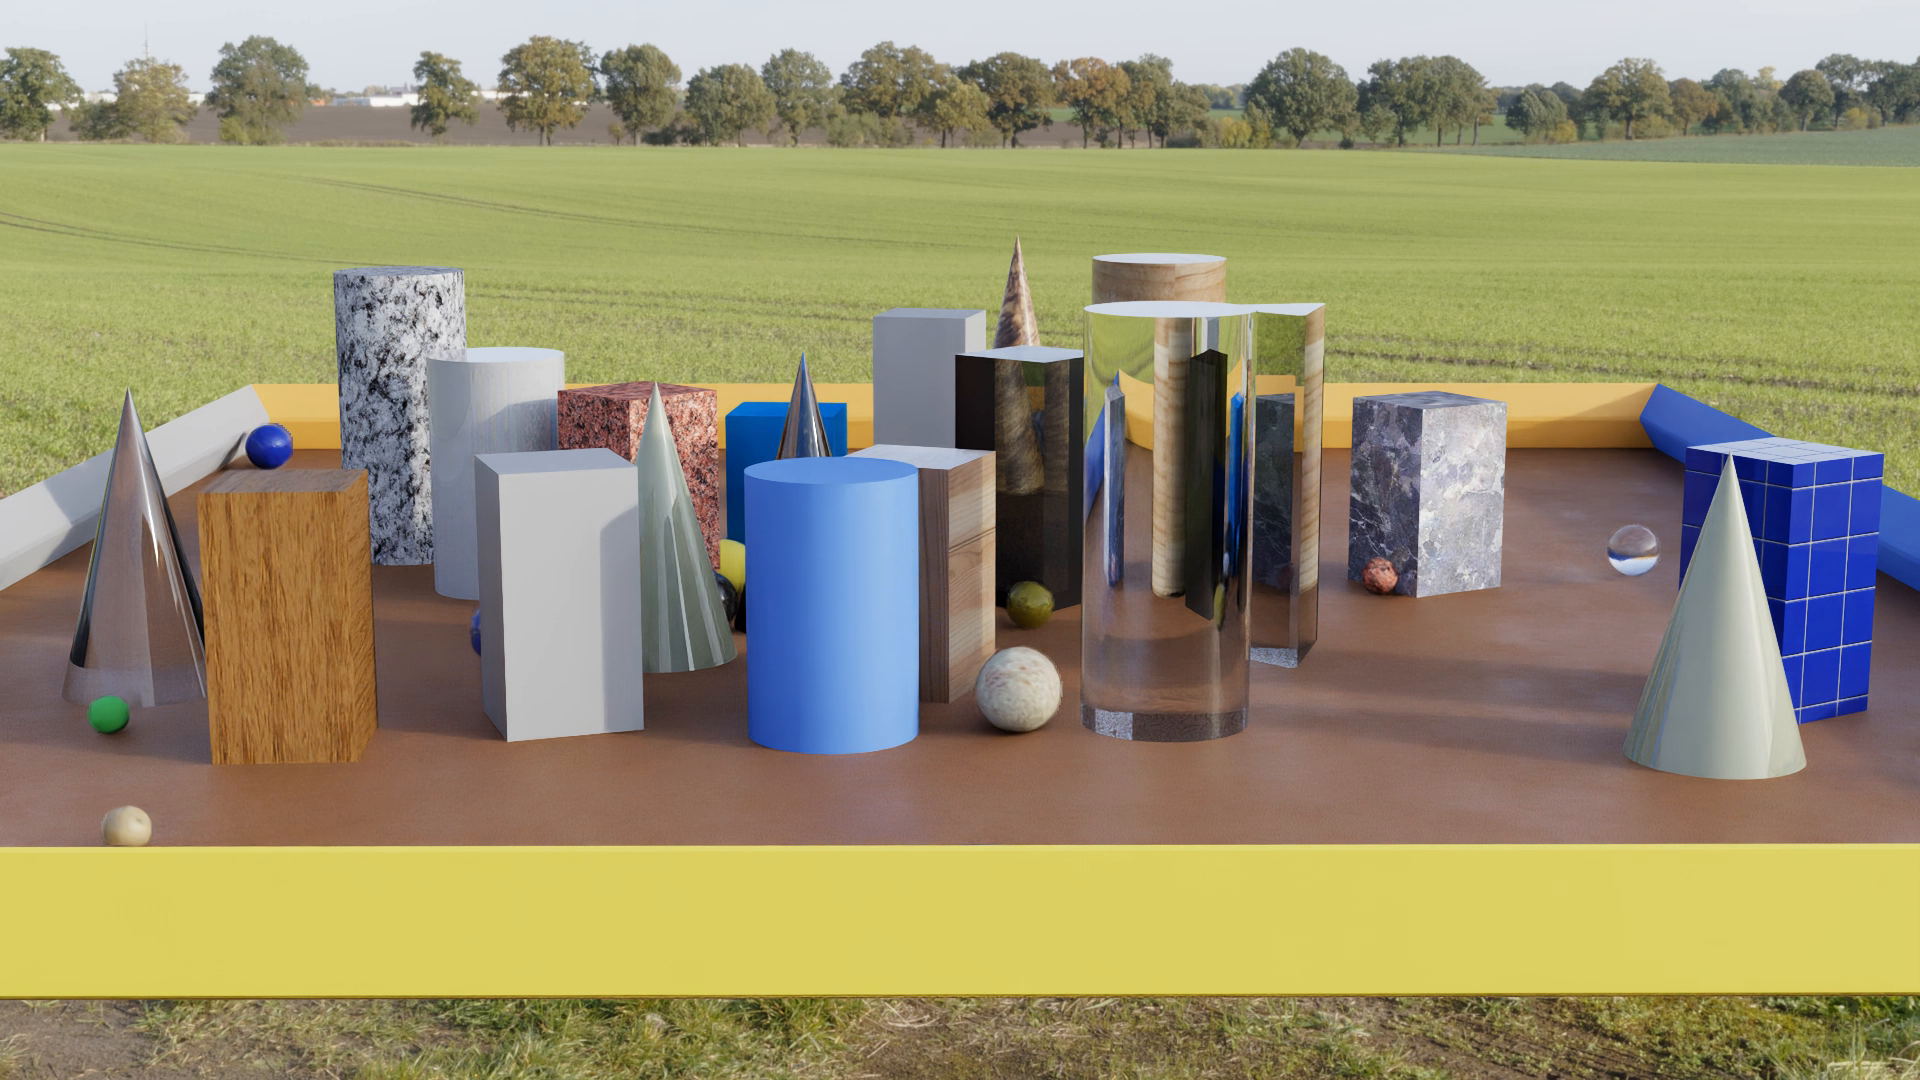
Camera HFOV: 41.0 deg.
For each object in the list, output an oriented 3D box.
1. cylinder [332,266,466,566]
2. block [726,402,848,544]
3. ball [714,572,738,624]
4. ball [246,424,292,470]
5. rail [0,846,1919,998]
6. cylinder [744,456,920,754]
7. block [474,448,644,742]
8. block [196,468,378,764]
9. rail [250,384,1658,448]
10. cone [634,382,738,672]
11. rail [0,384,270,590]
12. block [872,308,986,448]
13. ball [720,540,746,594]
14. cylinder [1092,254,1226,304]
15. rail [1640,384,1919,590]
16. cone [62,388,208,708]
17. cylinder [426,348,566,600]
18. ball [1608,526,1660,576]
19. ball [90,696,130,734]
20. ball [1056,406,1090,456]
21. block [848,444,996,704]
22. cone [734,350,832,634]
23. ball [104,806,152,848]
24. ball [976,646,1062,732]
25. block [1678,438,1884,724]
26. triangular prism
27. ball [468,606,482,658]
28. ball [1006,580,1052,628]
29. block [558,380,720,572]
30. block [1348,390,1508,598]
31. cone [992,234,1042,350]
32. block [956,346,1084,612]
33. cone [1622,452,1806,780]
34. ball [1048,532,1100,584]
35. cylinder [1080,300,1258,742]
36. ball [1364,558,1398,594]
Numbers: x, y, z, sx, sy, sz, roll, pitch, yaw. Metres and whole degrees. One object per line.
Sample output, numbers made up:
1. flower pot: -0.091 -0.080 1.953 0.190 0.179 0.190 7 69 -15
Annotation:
1. cylinder: -0.825 -0.188 3.813 0.189 0.423 0.189 0 11 0
2. block: -0.244 -0.066 3.651 0.151 0.242 0.151 1 11 5
3. ball: -0.327 0.079 3.314 0.080 0.080 0.080 0 11 0
4. ball: -1.250 -0.168 4.640 0.082 0.082 0.082 0 11 0
5. rail: 0.008 0.296 2.033 2.679 0.122 0.045 0 11 0
6. cylinder: -0.139 0.068 2.799 0.189 0.292 0.189 0 11 0
7. block: -0.446 0.057 2.852 0.151 0.293 0.151 -4 11 -20
8. block: -0.716 0.079 2.746 0.151 0.289 0.151 -1 11 -4
9. rail: -0.008 -0.233 4.865 2.679 0.122 0.045 0 11 0
10. cone: -0.371 -0.026 3.159 0.189 0.344 0.189 0 11 0
11. rail: -1.316 0.033 3.442 0.045 0.122 2.928 0 11 0
12. block: -0.048 -0.203 4.153 0.151 0.328 0.151 2 11 13
13. ball: -0.321 0.038 3.538 0.078 0.078 0.078 0 11 0
14. cylinder: 0.279 -0.171 3.637 0.189 0.455 0.189 0 11 0
15. rail: 1.316 0.030 3.457 0.045 0.122 2.928 0 11 0
16. cone: -0.959 -0.002 2.988 0.189 0.359 0.189 0 11 0
17. cylinder: -0.642 -0.095 3.576 0.189 0.328 0.189 0 11 0
18. ball: 0.966 0.016 3.676 0.072 0.072 0.072 0 11 0
19. ball: -0.933 0.191 2.818 0.042 0.042 0.042 0 11 0
20. ball: 0.206 -0.205 4.802 0.094 0.094 0.094 0 11 0
21. block: -0.056 0.036 3.019 0.151 0.272 0.151 4 11 21
22. cone: -0.202 -0.068 3.334 0.189 0.362 0.189 0 11 0
23. ball: -0.776 0.270 2.393 0.044 0.044 0.044 0 11 0
24. ball: 0.064 0.164 2.819 0.094 0.094 0.094 0 11 0
25. block: 0.928 0.044 2.914 0.151 0.295 0.151 -7 12 -32
26. triangular prism: 0.401 -0.075 3.190 0.141 0.429 0.163 -10 14 -42
27. ball: -0.559 0.111 3.135 0.083 0.083 0.083 0 11 0
28. ball: 0.090 0.084 3.340 0.062 0.062 0.062 0 11 0
29. block: -0.433 -0.057 3.467 0.151 0.292 0.151 10 14 43
30. block: 0.656 -0.068 3.610 0.151 0.261 0.151 -6 12 -29
31. cone: 0.099 -0.314 4.451 0.189 0.436 0.189 0 11 0
32. block: 0.100 -0.086 3.500 0.151 0.337 0.151 8 13 38
33. cone: 0.802 0.067 2.700 0.189 0.329 0.189 0 11 0
34. ball: 0.160 0.026 3.618 0.074 0.074 0.074 0 11 0
35. cylinder: 0.229 -0.024 2.831 0.189 0.461 0.189 0 11 0
36. ball: 0.583 0.050 3.554 0.049 0.049 0.049 0 11 0
